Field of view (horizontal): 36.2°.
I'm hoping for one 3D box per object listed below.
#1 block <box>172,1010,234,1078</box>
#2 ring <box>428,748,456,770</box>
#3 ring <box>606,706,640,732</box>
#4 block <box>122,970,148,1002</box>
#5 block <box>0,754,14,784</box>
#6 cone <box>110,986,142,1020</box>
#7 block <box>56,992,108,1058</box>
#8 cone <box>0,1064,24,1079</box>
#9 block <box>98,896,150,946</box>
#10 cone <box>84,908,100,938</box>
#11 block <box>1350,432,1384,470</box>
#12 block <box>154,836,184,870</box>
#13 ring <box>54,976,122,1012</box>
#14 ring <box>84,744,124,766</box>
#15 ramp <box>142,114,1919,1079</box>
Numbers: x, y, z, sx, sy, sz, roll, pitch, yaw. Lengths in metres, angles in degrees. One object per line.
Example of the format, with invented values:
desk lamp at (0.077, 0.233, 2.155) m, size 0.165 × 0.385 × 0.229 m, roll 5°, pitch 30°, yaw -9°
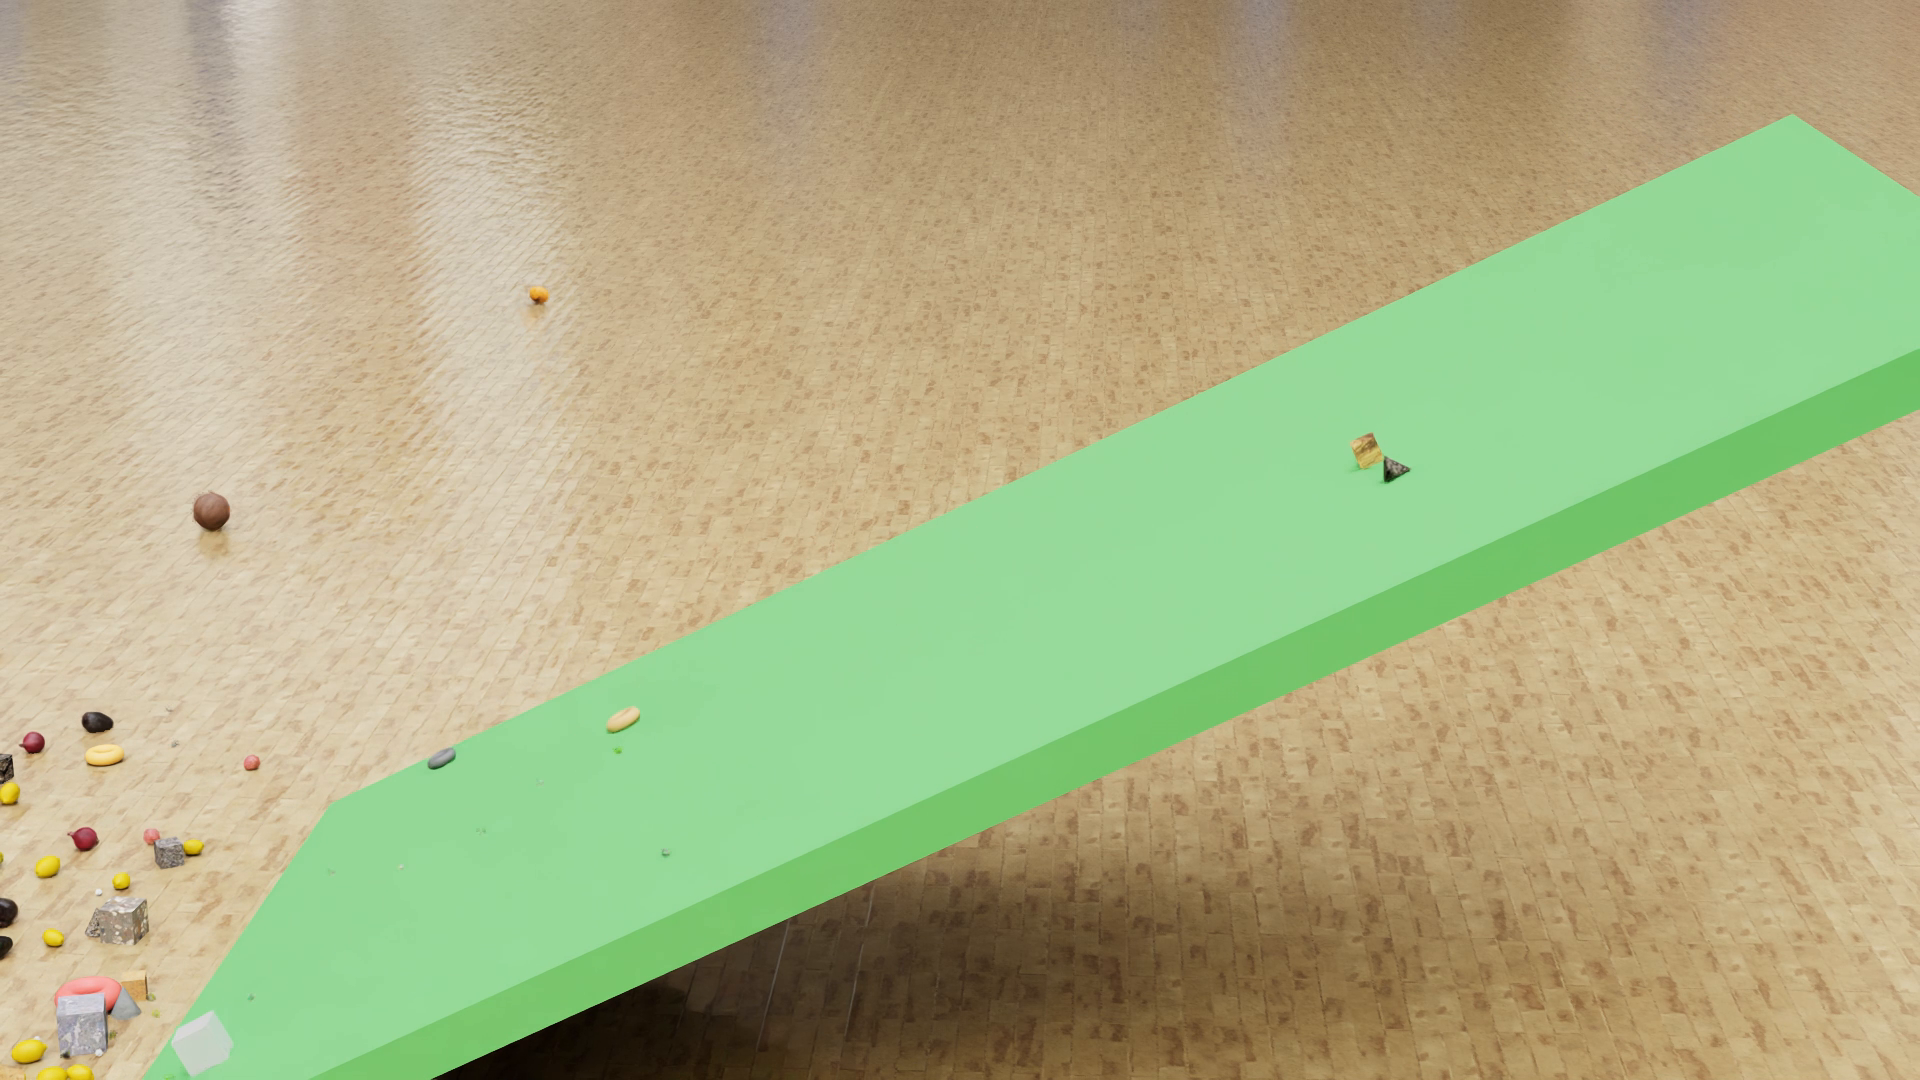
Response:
block at (-1.536, 1.021, 5.961) m, size 0.083 × 0.083 × 0.083 m, roll -27°, pitch 13°, yaw 0°
ring at (-1.300, 0.549, 7.377) m, size 0.078 × 0.026 × 0.078 m, roll -25°, pitch 14°, yaw 7°
ring at (-0.786, 0.419, 6.856) m, size 0.089 × 0.030 × 0.089 m, roll -27°, pitch 12°, yaw 6°
block at (-1.871, 1.012, 6.667) m, size 0.052 × 0.052 × 0.052 m, roll -3°, pitch 17°, yaw -11°
block at (-2.608, 0.619, 7.964) m, size 0.064 × 0.064 × 0.064 m, roll 3°, pitch 17°, yaw 9°
cone at (-1.870, 1.028, 6.583) m, size 0.067 × 0.067 × 0.067 m, roll 0°, pitch 17°, yaw 0°
block at (-1.917, 1.059, 6.426) m, size 0.098 × 0.098 × 0.098 m, roll -4°, pitch 17°, yaw -13°
cone at (-2.028, 1.119, 6.176) m, size 0.091 × 0.091 × 0.091 m, roll -10°, pitch 45°, yaw 10°
block at (-1.983, 0.903, 6.976) m, size 0.084 × 0.084 × 0.084 m, roll 3°, pitch 17°, yaw 9°
cone at (-2.054, 0.903, 7.007) m, size 0.065 × 0.065 × 0.065 m, roll 0°, pitch 17°, yaw 0°
block at (0.821, -0.180, 5.928) m, size 0.051 × 0.051 × 0.051 m, roll -25°, pitch 14°, yaw 10°
block at (-1.992, 0.788, 7.408) m, size 0.058 × 0.058 × 0.058 m, roll -10°, pitch 19°, yaw -29°
ring at (-1.961, 1.027, 6.619) m, size 0.150 × 0.050 × 0.150 m, roll -1°, pitch 16°, yaw 0°
ring at (-2.358, 0.592, 8.106) m, size 0.105 × 0.035 × 0.105 m, roll -1°, pitch 15°, yaw 0°
ramp at (0.139, 0.168, 6.281) m, size 4.000 × 0.100 × 2.000 m, roll -25°, pitch 14°, yaw 10°
